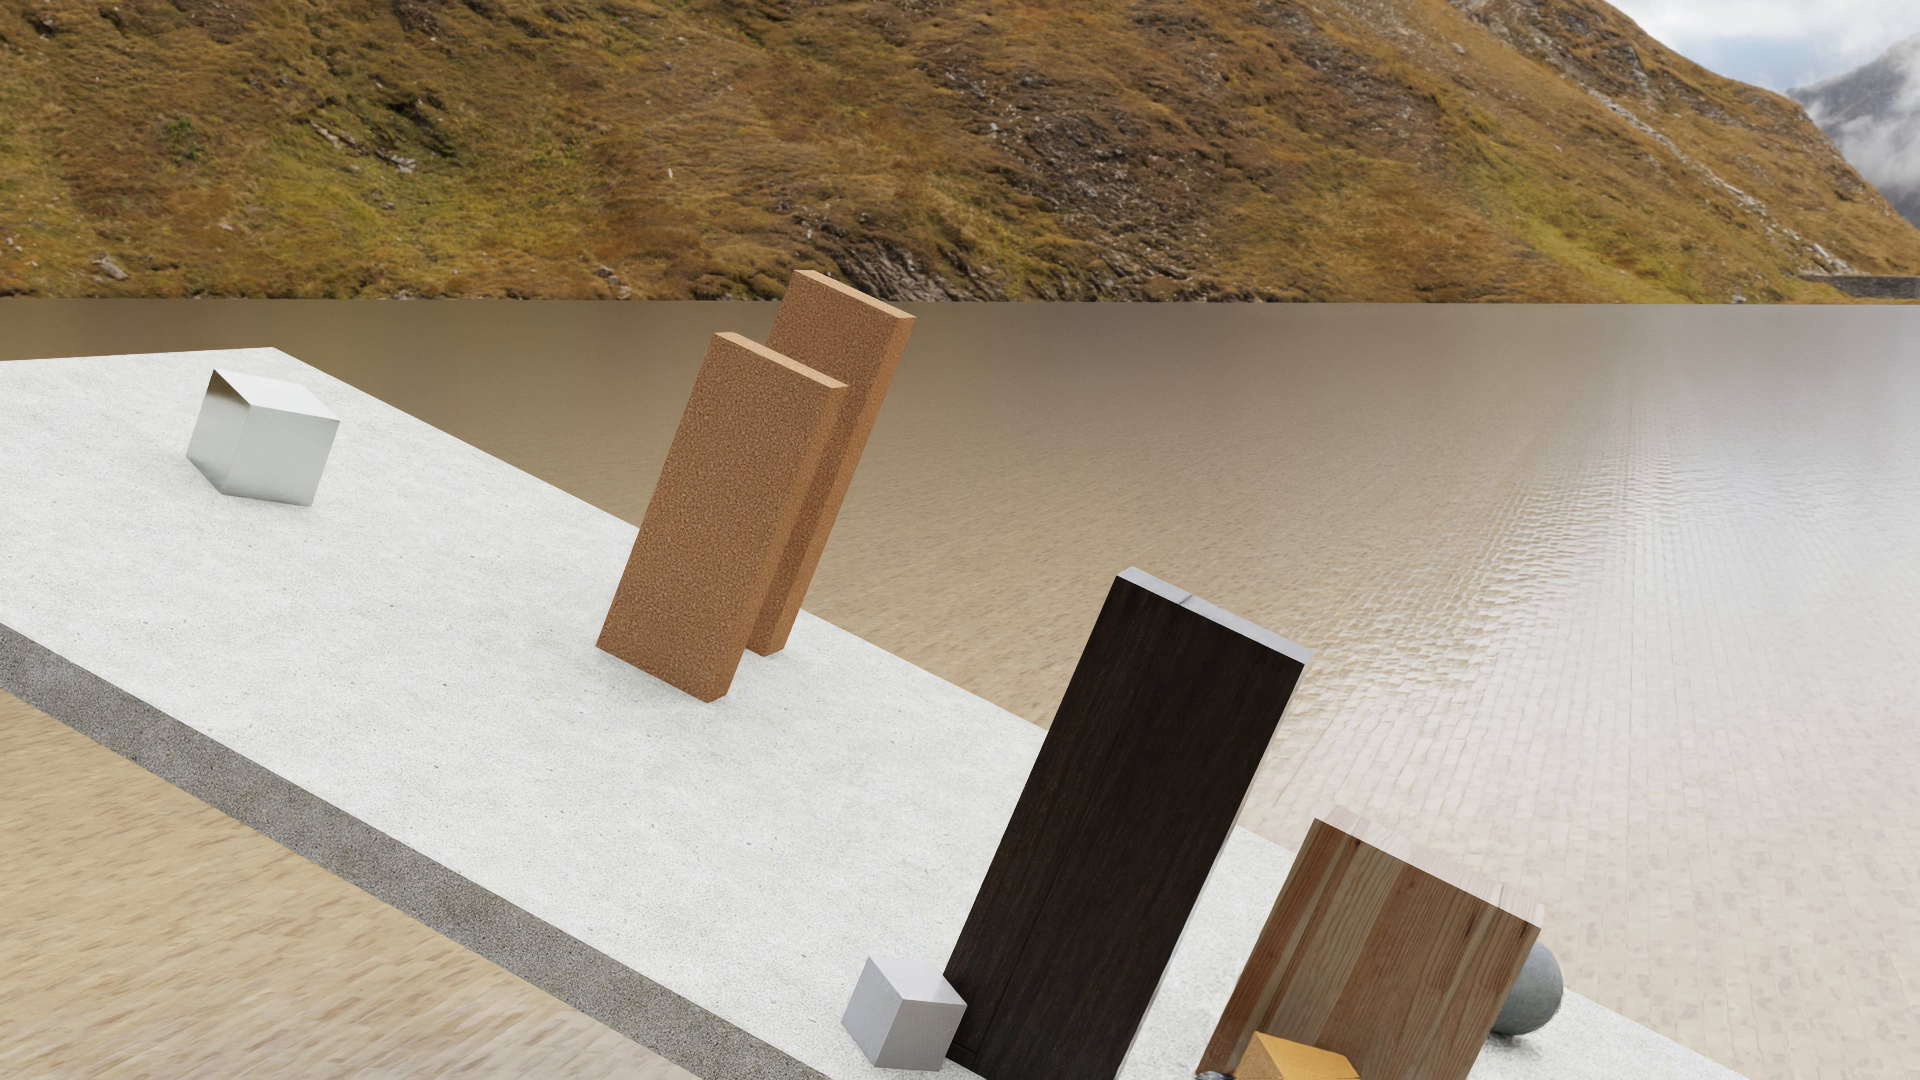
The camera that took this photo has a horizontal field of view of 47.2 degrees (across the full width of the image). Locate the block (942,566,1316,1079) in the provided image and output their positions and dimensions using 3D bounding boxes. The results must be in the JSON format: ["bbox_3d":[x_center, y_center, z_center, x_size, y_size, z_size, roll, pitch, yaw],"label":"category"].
[{"bbox_3d":[0.223,0.462,3.268,0.297,0.789,0.103,26,13,13],"label":"block"}]

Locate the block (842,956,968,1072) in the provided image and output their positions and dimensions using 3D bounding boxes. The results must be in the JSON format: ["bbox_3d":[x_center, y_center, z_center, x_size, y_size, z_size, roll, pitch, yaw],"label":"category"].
[{"bbox_3d":[-0.084,0.706,3.276,0.116,0.116,0.116,14,16,-34],"label":"block"}]

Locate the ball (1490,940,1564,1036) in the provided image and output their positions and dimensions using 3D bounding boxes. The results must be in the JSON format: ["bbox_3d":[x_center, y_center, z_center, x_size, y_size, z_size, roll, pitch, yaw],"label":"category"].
[{"bbox_3d":[1.088,0.877,4.351,0.203,0.203,0.203,0,7,0],"label":"ball"}]

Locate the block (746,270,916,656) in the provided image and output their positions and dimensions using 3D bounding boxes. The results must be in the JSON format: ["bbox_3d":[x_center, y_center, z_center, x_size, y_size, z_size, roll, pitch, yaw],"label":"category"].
[{"bbox_3d":[-0.371,-0.165,4.771,0.255,0.799,0.116,26,13,13],"label":"block"}]

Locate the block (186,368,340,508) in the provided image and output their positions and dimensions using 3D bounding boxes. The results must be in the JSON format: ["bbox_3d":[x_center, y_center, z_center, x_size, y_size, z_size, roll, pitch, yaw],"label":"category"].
[{"bbox_3d":[-1.433,-0.209,4.519,0.197,0.197,0.197,10,18,-44],"label":"block"}]

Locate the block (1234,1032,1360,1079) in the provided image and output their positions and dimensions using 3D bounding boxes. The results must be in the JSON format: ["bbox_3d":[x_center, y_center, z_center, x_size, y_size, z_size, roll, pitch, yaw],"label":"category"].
[{"bbox_3d":[0.523,0.896,3.416,0.165,0.165,0.165,18,14,-17],"label":"block"}]

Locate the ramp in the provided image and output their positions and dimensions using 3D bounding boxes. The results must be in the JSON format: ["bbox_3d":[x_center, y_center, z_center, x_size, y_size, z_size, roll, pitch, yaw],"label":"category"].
[{"bbox_3d":[-0.293,0.512,4.187,4.000,0.100,2.000,26,13,13],"label":"ramp"}]

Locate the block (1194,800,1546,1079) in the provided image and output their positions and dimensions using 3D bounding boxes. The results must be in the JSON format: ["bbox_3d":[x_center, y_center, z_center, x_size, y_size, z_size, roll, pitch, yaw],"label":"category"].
[{"bbox_3d":[0.666,0.735,3.589,0.387,0.484,0.131,26,13,13],"label":"block"}]

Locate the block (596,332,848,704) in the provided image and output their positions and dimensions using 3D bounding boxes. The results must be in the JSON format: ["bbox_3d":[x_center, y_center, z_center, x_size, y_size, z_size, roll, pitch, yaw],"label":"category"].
[{"bbox_3d":[-0.476,-0.044,4.366,0.264,0.684,0.097,26,13,13],"label":"block"}]

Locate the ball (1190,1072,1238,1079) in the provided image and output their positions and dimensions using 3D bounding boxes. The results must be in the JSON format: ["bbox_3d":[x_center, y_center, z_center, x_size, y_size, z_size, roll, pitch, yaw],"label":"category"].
[{"bbox_3d":[0.388,0.876,3.352,0.129,0.129,0.129,0,7,0],"label":"ball"}]
